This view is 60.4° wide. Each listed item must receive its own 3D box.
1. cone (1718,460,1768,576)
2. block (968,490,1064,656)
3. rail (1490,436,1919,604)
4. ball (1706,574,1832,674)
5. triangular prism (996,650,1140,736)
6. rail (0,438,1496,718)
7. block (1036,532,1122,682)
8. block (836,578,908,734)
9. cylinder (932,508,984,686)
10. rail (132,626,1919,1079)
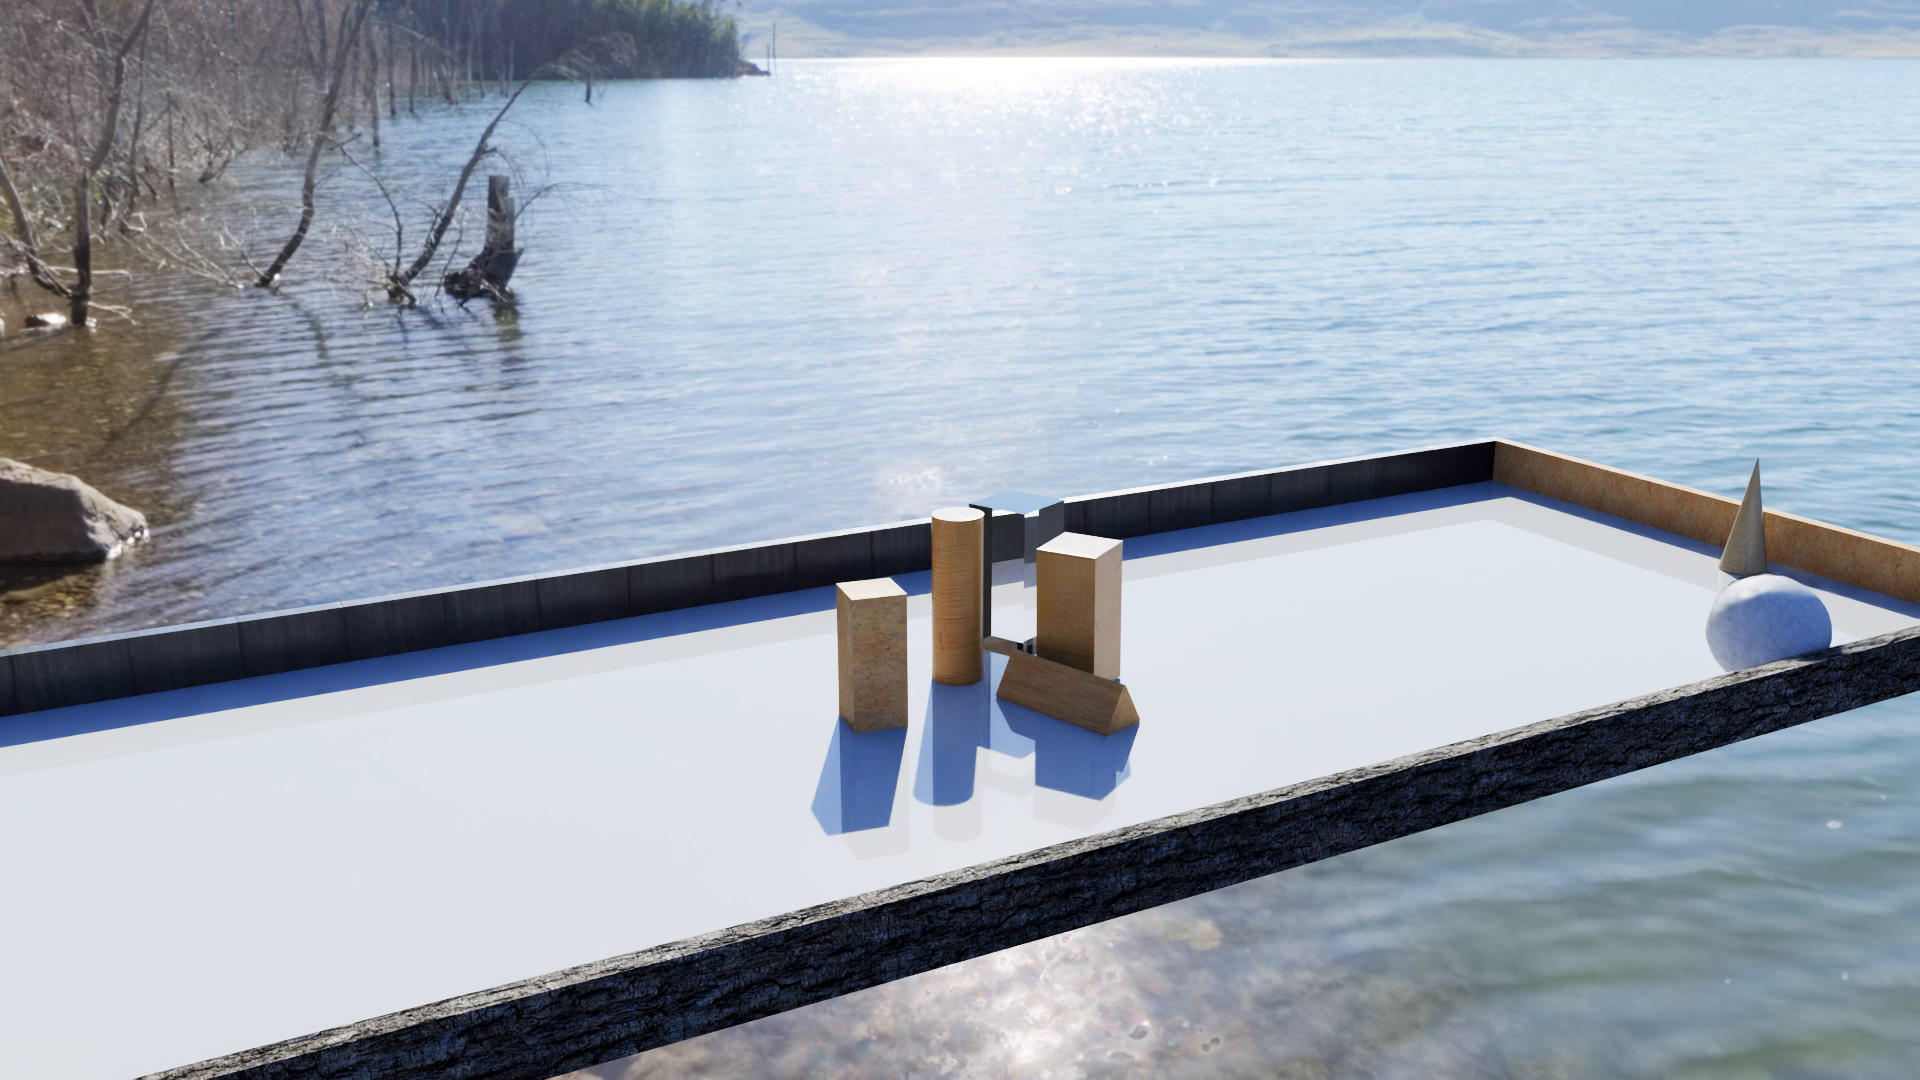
[{"bbox_3d":[2.394,-0.080,4.995,0.138,0.357,0.138,0,16,0],"label":"cone"},{"bbox_3d":[0.148,0.089,4.356,0.179,0.393,0.179,12,20,36],"label":"block"},{"bbox_3d":[2.466,-0.048,5.253,0.050,0.150,2.100,-9,18,-27],"label":"rail"},{"bbox_3d":[2.003,0.226,4.088,0.281,0.281,0.281,0,16,0],"label":"ball"},{"bbox_3d":[0.256,0.353,3.952,0.349,0.107,0.124,15,22,42],"label":"triangular prism"},{"bbox_3d":[-3.305,0.497,3.399,12.000,0.150,0.050,-9,18,-27],"label":"rail"},{"bbox_3d":[0.296,0.183,4.088,0.157,0.359,0.157,9,20,28],"label":"block"},{"bbox_3d":[-0.205,0.269,3.860,0.131,0.326,0.131,-6,17,-19],"label":"block"},{"bbox_3d":[-0.006,0.141,4.116,0.130,0.428,0.130,0,16,0],"label":"cylinder"},{"bbox_3d":[-2.336,1.006,1.665,12.000,0.150,0.050,-9,18,-27],"label":"rail"}]
